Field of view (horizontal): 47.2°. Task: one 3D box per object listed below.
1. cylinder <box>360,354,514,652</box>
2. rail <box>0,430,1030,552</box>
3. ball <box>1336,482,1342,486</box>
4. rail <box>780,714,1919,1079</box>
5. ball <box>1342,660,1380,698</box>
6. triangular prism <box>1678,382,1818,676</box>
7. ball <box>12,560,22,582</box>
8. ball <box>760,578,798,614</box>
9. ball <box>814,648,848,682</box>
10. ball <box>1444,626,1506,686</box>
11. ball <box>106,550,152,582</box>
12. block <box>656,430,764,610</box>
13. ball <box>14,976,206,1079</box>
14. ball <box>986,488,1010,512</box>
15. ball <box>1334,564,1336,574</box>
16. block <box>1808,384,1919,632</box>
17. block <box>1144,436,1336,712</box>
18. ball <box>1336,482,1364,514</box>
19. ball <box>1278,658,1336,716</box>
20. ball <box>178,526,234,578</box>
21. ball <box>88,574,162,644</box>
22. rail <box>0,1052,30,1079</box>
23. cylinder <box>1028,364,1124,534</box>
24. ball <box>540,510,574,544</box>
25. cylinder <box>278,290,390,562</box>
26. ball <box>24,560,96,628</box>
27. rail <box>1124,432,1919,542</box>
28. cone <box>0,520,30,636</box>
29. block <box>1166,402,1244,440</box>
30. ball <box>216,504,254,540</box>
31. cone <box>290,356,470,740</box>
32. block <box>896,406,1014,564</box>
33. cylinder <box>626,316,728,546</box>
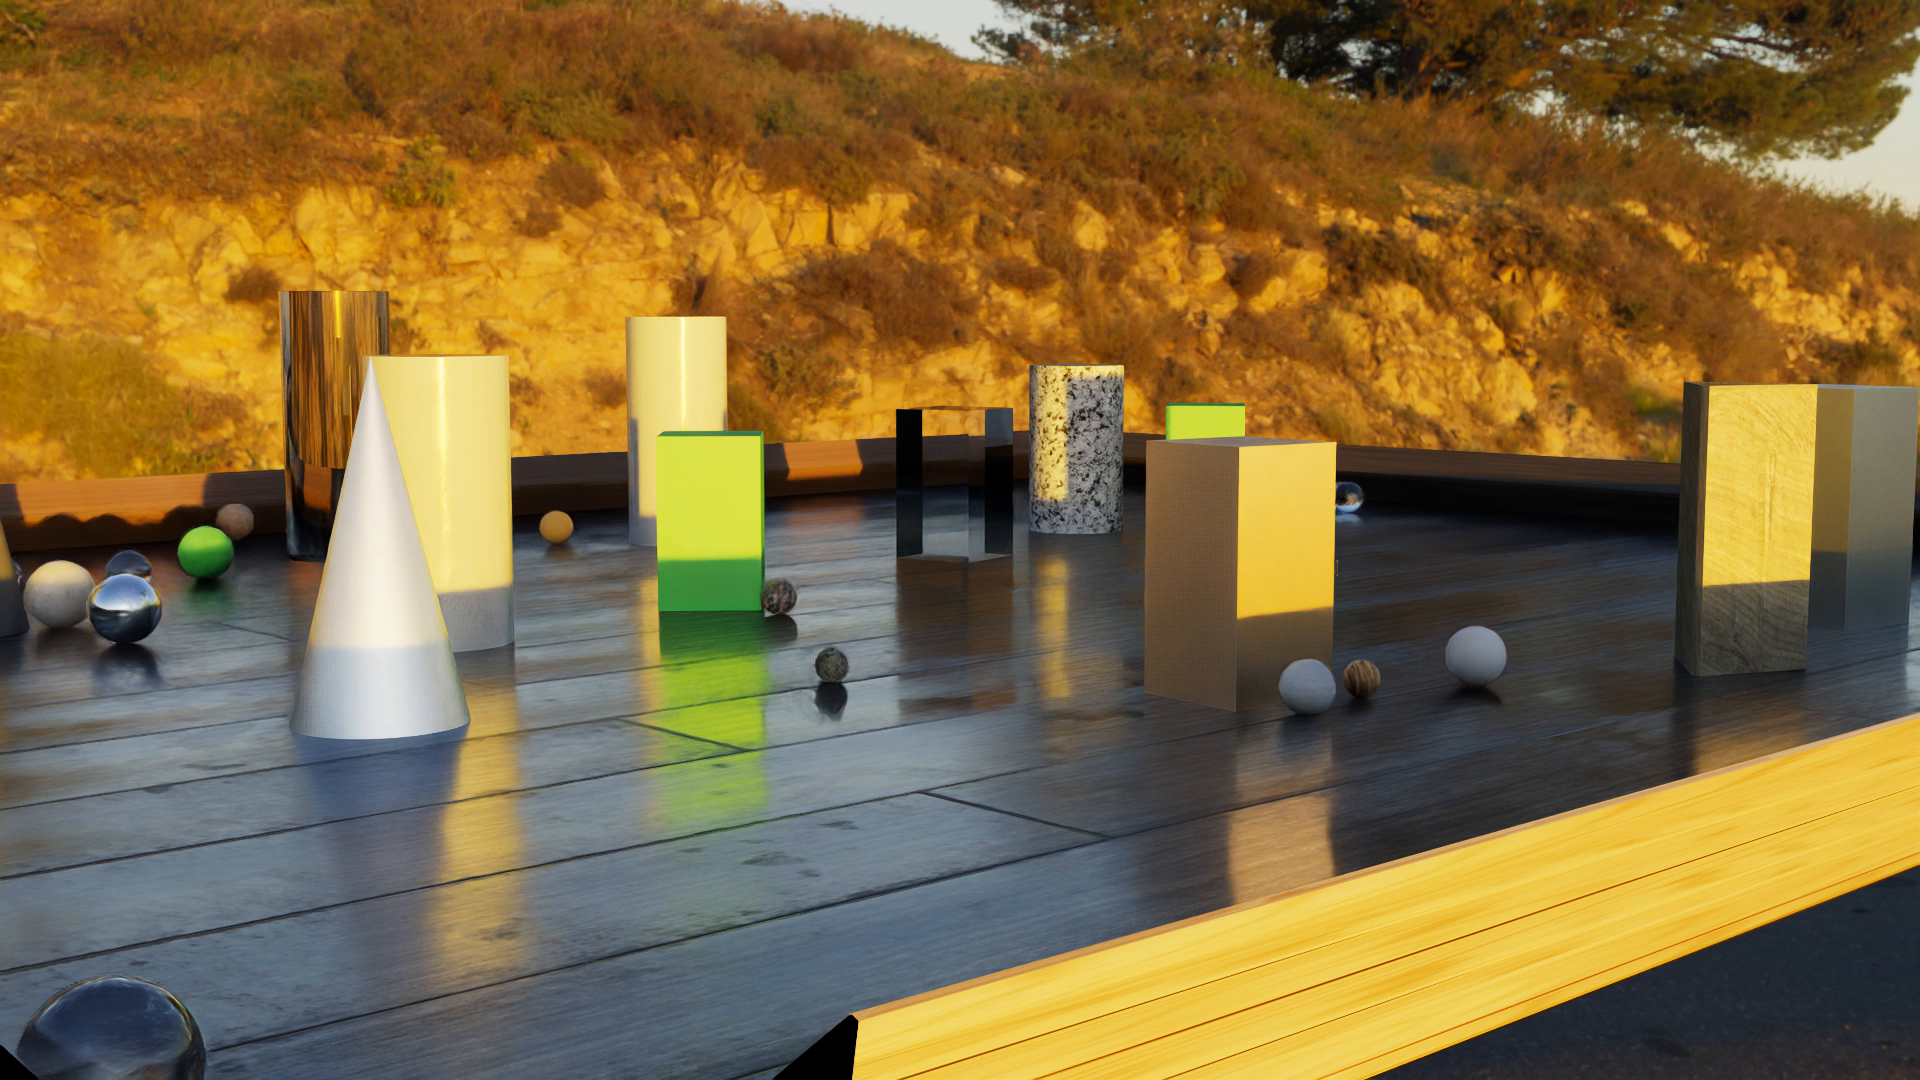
[{"bbox_3d":[-0.693,-0.054,2.922,0.190,0.382,0.190,0,6,0],"label":"cylinder"},{"bbox_3d":[-1.128,-0.096,4.548,3.841,0.123,0.045,-6,8,-42],"label":"rail"},{"bbox_3d":[0.846,-0.102,4.930,0.057,0.057,0.057,0,6,0],"label":"ball"},{"bbox_3d":[1.128,0.160,2.116,3.841,0.123,0.045,-6,8,-42],"label":"rail"},{"bbox_3d":[0.460,0.159,2.519,0.043,0.043,0.043,0,6,0],"label":"ball"},{"bbox_3d":[0.947,-0.020,2.747,0.164,0.351,0.142,-2,6,-19],"label":"triangular prism"},{"bbox_3d":[-1.506,0.054,3.455,0.056,0.056,0.056,0,6,0],"label":"ball"},{"bbox_3d":[-0.264,0.081,3.206,0.054,0.054,0.054,0,6,0],"label":"ball"},{"bbox_3d":[-0.154,0.149,2.628,0.040,0.040,0.040,0,6,0],"label":"ball"},{"bbox_3d":[0.609,0.137,2.596,0.071,0.071,0.071,0,6,0],"label":"ball"},{"bbox_3d":[-1.293,0.051,3.421,0.069,0.069,0.069,0,6,0],"label":"ball"},{"bbox_3d":[-0.373,-0.032,3.308,0.152,0.257,0.152,0,6,-3],"label":"block"},{"bbox_3d":[-0.446,0.277,1.155,0.095,0.095,0.095,0,6,0],"label":"ball"},{"bbox_3d":[0.081,-0.086,4.802,0.052,0.052,0.052,0,6,0],"label":"ball"},{"bbox_3d":[0.555,0.045,3.465,0.073,0.073,0.073,0,6,0],"label":"ball"},{"bbox_3d":[1.241,-0.051,3.123,0.152,0.334,0.152,-4,7,-34],"label":"block"},{"bbox_3d":[0.320,0.033,2.523,0.152,0.293,0.152,-5,8,-37],"label":"block"},{"bbox_3d":[0.844,-0.092,4.783,0.068,0.068,0.068,0,6,0],"label":"ball"},{"bbox_3d":[0.380,0.161,2.412,0.062,0.062,0.062,0,6,0],"label":"ball"},{"bbox_3d":[-1.244,0.020,3.627,0.087,0.087,0.087,0,6,0],"label":"ball"},{"bbox_3d":[-1.110,0.091,2.924,0.093,0.093,0.093,0,6,0],"label":"ball"},{"bbox_3d":[-1.394,0.167,2.053,0.045,0.123,3.375,-6,8,-42],"label":"rail"},{"bbox_3d":[0.234,-0.186,4.423,0.190,0.331,0.190,0,6,0],"label":"cylinder"},{"bbox_3d":[-0.762,-0.024,4.158,0.063,0.063,0.063,0,6,0],"label":"ball"},{"bbox_3d":[-1.112,-0.206,3.930,0.190,0.474,0.190,0,6,0],"label":"cylinder"},{"bbox_3d":[-1.253,0.076,3.064,0.095,0.095,0.095,0,6,0],"label":"ball"},{"bbox_3d":[1.394,-0.103,4.611,0.045,0.123,3.375,-6,8,-42],"label":"rail"},{"bbox_3d":[-1.386,-0.107,3.011,0.190,0.469,0.190,0,6,0],"label":"cone"},{"bbox_3d":[0.486,-0.141,4.351,0.152,0.255,0.152,1,6,7],"label":"block"},{"bbox_3d":[-1.396,-0.036,4.237,0.071,0.071,0.071,0,6,0],"label":"ball"},{"bbox_3d":[-0.625,0.000,2.352,0.190,0.395,0.190,0,6,0],"label":"cone"},{"bbox_3d":[-0.009,-0.103,3.939,0.152,0.266,0.152,4,7,32],"label":"block"},{"bbox_3d":[-0.538,-0.210,4.185,0.190,0.428,0.190,0,6,0],"label":"cylinder"}]
